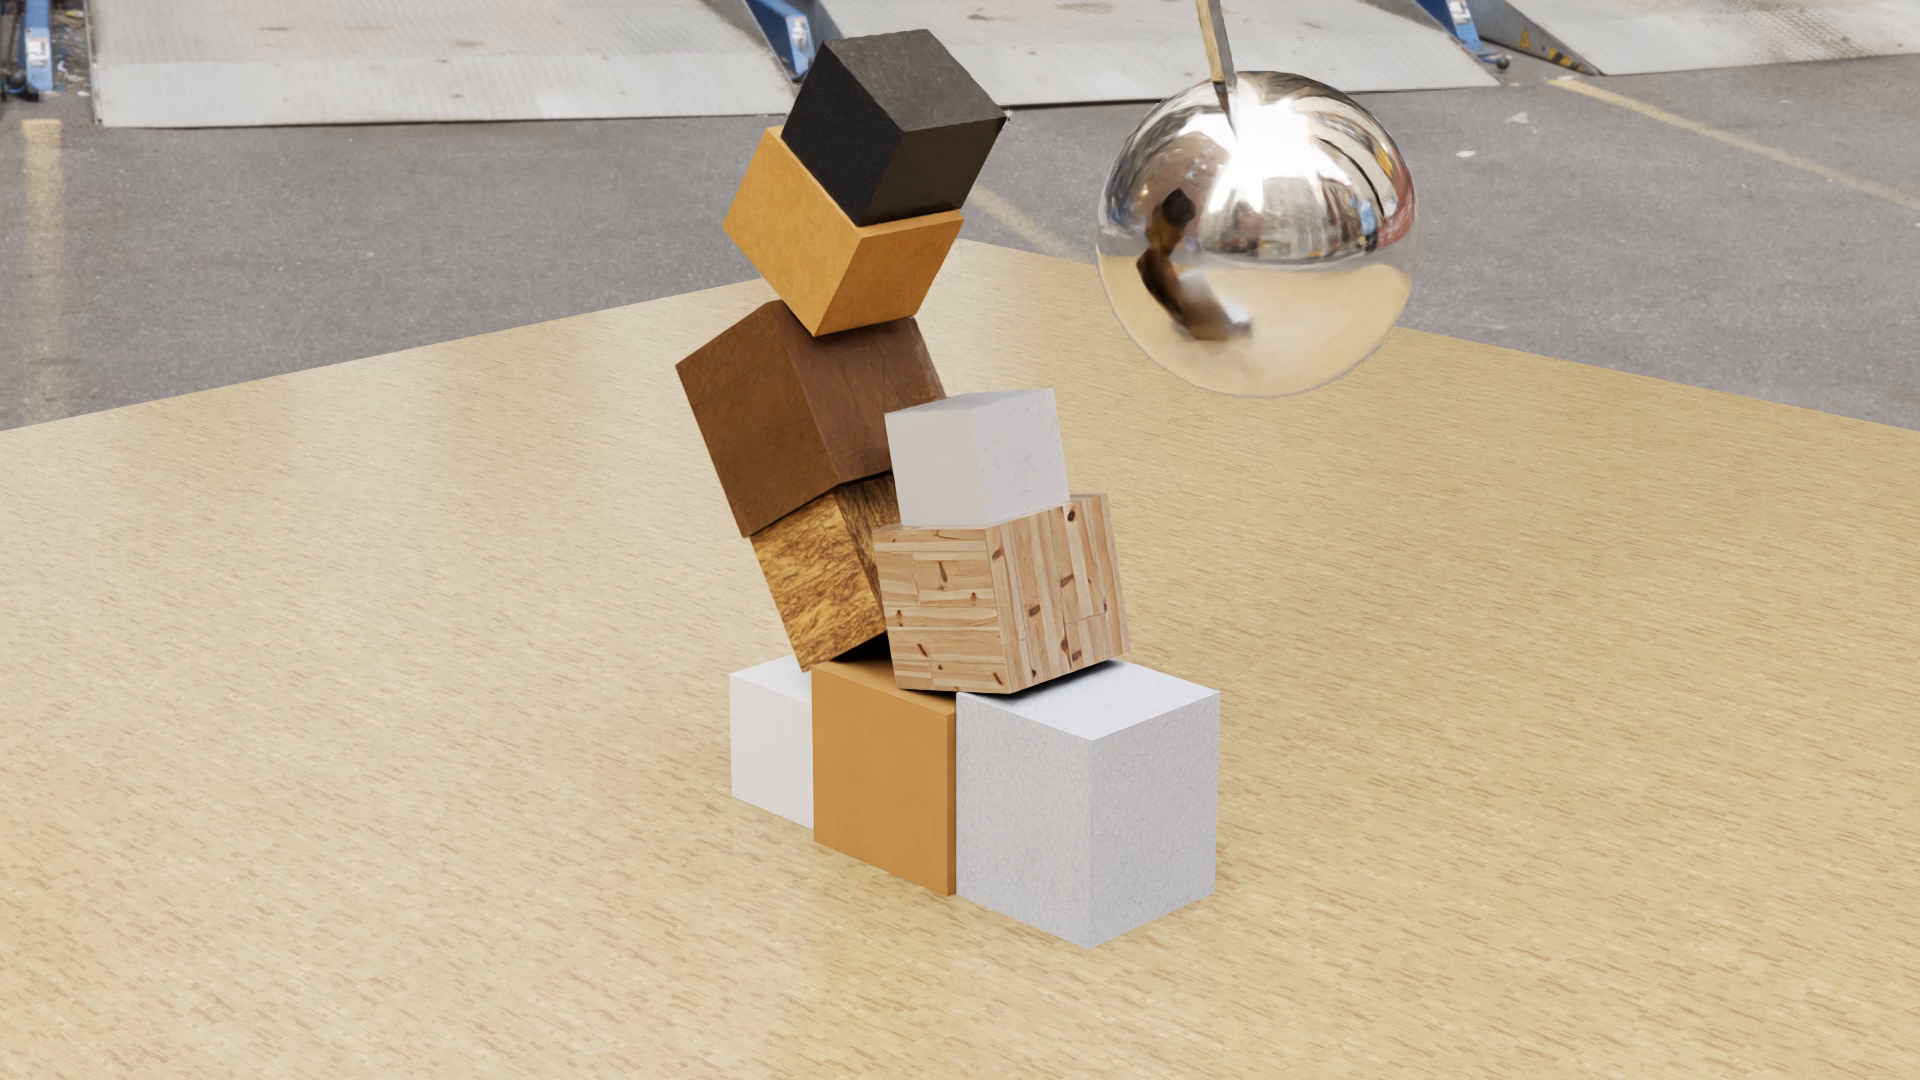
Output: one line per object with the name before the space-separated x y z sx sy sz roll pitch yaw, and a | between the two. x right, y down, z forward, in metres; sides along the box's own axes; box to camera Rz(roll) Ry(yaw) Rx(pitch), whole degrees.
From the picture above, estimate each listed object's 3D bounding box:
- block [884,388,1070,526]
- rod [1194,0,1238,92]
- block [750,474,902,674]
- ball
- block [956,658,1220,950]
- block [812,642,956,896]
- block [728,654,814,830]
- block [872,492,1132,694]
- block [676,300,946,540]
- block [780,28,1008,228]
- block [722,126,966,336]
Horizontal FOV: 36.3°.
block | 0.077 -0.372 13.129 0.530 0.508 0.553 -16 11 -42
rod | 0.636 -4.294 12.658 0.080 5.200 0.080 17 44 42
block | -0.408 0.125 13.801 0.714 0.686 0.682 -17 -8 -42
ball | 1.467 -1.500 14.408 1.600 1.600 1.600 0 17 0
block | 0.568 1.137 13.112 0.841 0.969 0.813 -17 24 -42
block | -0.058 1.003 13.693 0.890 0.877 0.893 -17 24 -42
block | -0.609 0.943 14.285 0.755 0.635 0.681 -17 24 -42
block | 0.188 0.230 13.227 0.791 0.732 0.731 -16 11 -42
block | -0.658 -0.627 13.818 0.817 0.892 0.794 -17 -8 -42
block | -0.300 -1.846 13.092 0.635 0.546 0.619 -16 57 -42
block | -0.538 -1.453 13.434 0.639 0.597 0.753 -16 57 -42
